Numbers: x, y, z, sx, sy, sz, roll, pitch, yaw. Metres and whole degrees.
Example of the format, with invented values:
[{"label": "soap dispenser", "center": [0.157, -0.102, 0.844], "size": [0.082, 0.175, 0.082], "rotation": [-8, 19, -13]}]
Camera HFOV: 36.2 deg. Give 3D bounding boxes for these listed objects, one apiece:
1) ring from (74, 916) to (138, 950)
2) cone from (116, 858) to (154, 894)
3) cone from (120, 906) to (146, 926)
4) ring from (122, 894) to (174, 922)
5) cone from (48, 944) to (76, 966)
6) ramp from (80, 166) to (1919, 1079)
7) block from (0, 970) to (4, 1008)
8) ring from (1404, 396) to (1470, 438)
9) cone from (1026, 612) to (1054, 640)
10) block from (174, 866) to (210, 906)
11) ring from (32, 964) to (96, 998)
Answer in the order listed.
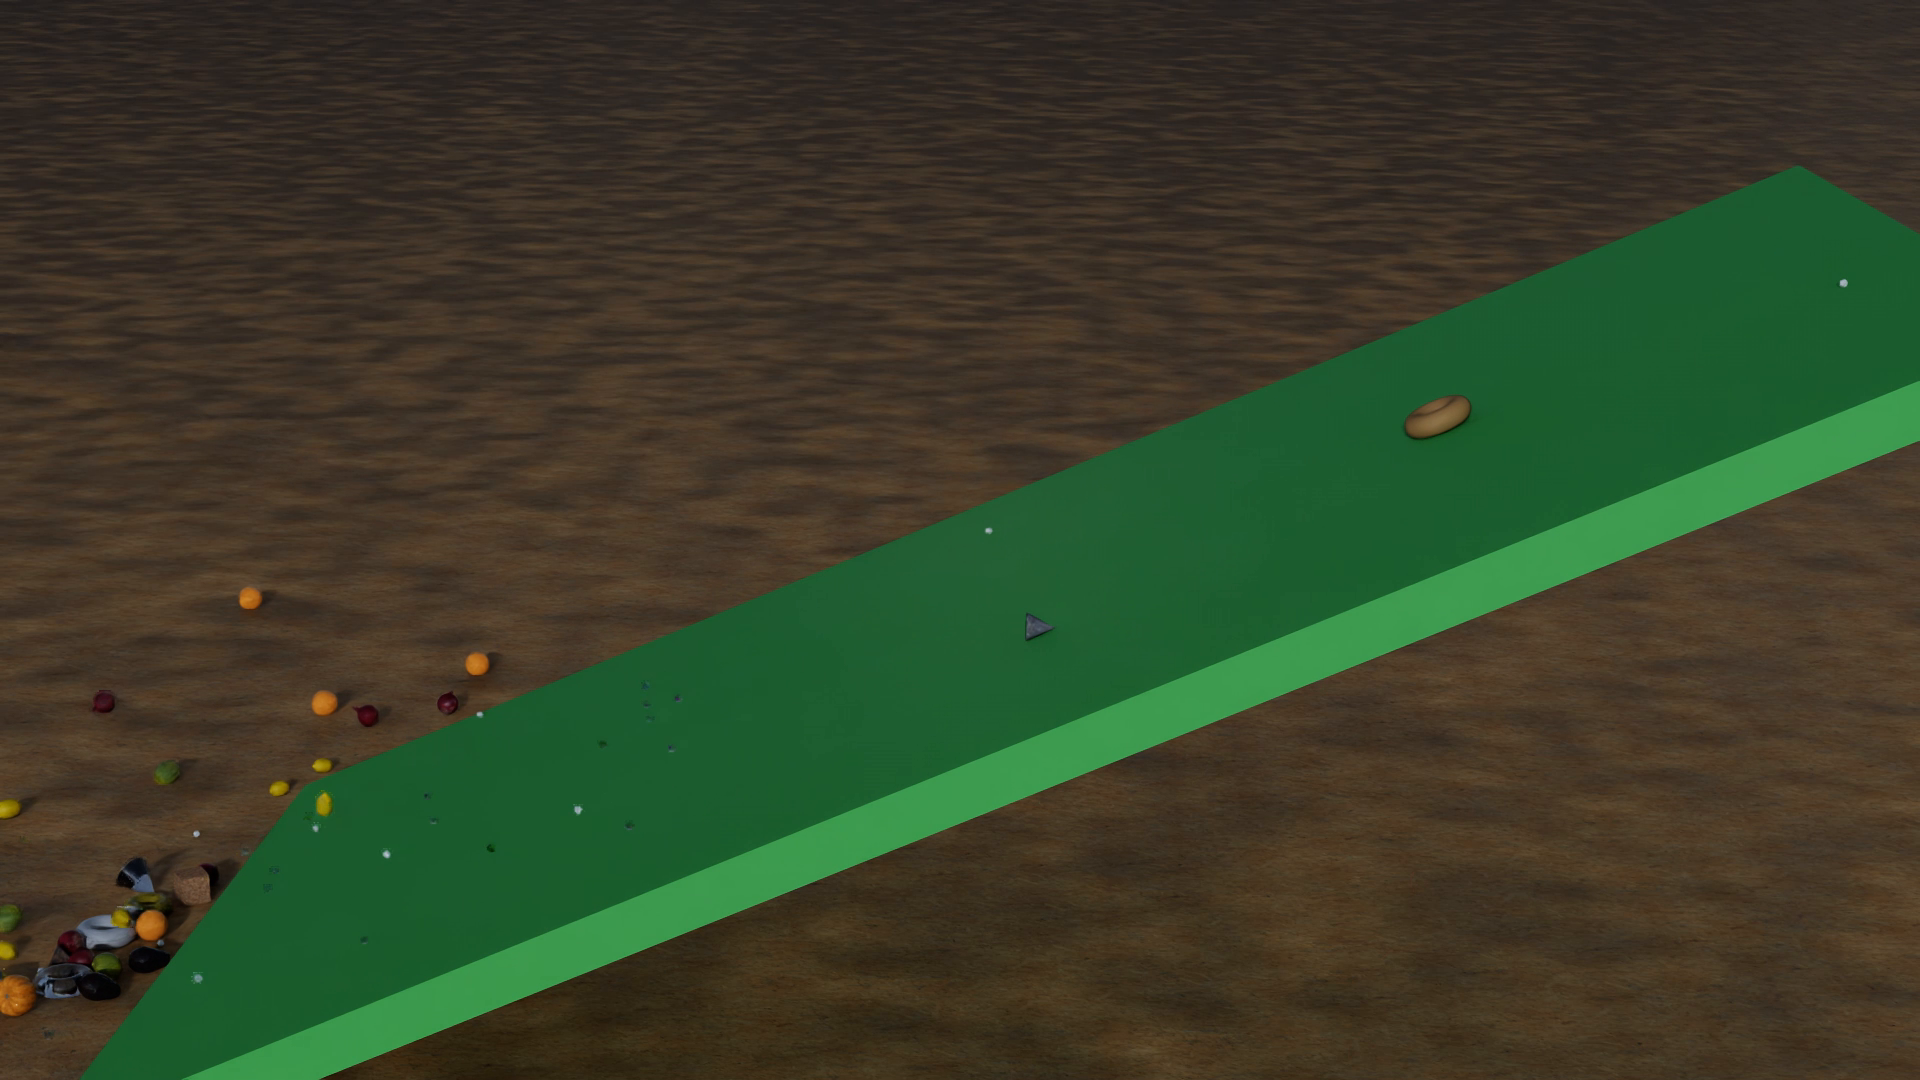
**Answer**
[{"label": "ring", "center": [-1.962, 0.901, 6.758], "size": [0.140, 0.047, 0.140], "rotation": [1, 14, 0]}, {"label": "cone", "center": [-1.959, 0.825, 7.057], "size": [0.090, 0.090, 0.090], "rotation": [37, 30, 21]}, {"label": "cone", "center": [-1.926, 0.892, 6.830], "size": [0.059, 0.059, 0.059], "rotation": [0, 41, 2]}, {"label": "ring", "center": [-1.910, 0.863, 6.917], "size": [0.116, 0.039, 0.116], "rotation": [1, 16, 0]}, {"label": "cone", "center": [-2.021, 0.945, 6.637], "size": [0.052, 0.052, 0.052], "rotation": [24, 10, -14]}, {"label": "ramp", "center": [0.131, 0.171, 6.285], "size": [4.000, 0.100, 2.000], "rotation": [-22, 13, 8]}, {"label": "block", "center": [-2.121, 0.983, 6.421], "size": [0.061, 0.061, 0.061], "rotation": [-5, 16, -19]}, {"label": "ring", "center": [0.990, -0.255, 6.098], "size": [0.146, 0.049, 0.146], "rotation": [-24, 11, 5]}, {"label": "cone", "center": [0.162, 0.176, 5.917], "size": [0.058, 0.058, 0.058], "rotation": [3, 15, -1]}, {"label": "block", "center": [-1.829, 0.825, 7.007], "size": [0.067, 0.067, 0.067], "rotation": [-8, 17, -29]}, {"label": "ring", "center": [-1.978, 0.973, 6.492], "size": [0.134, 0.045, 0.134], "rotation": [-1, 14, 0]}]
